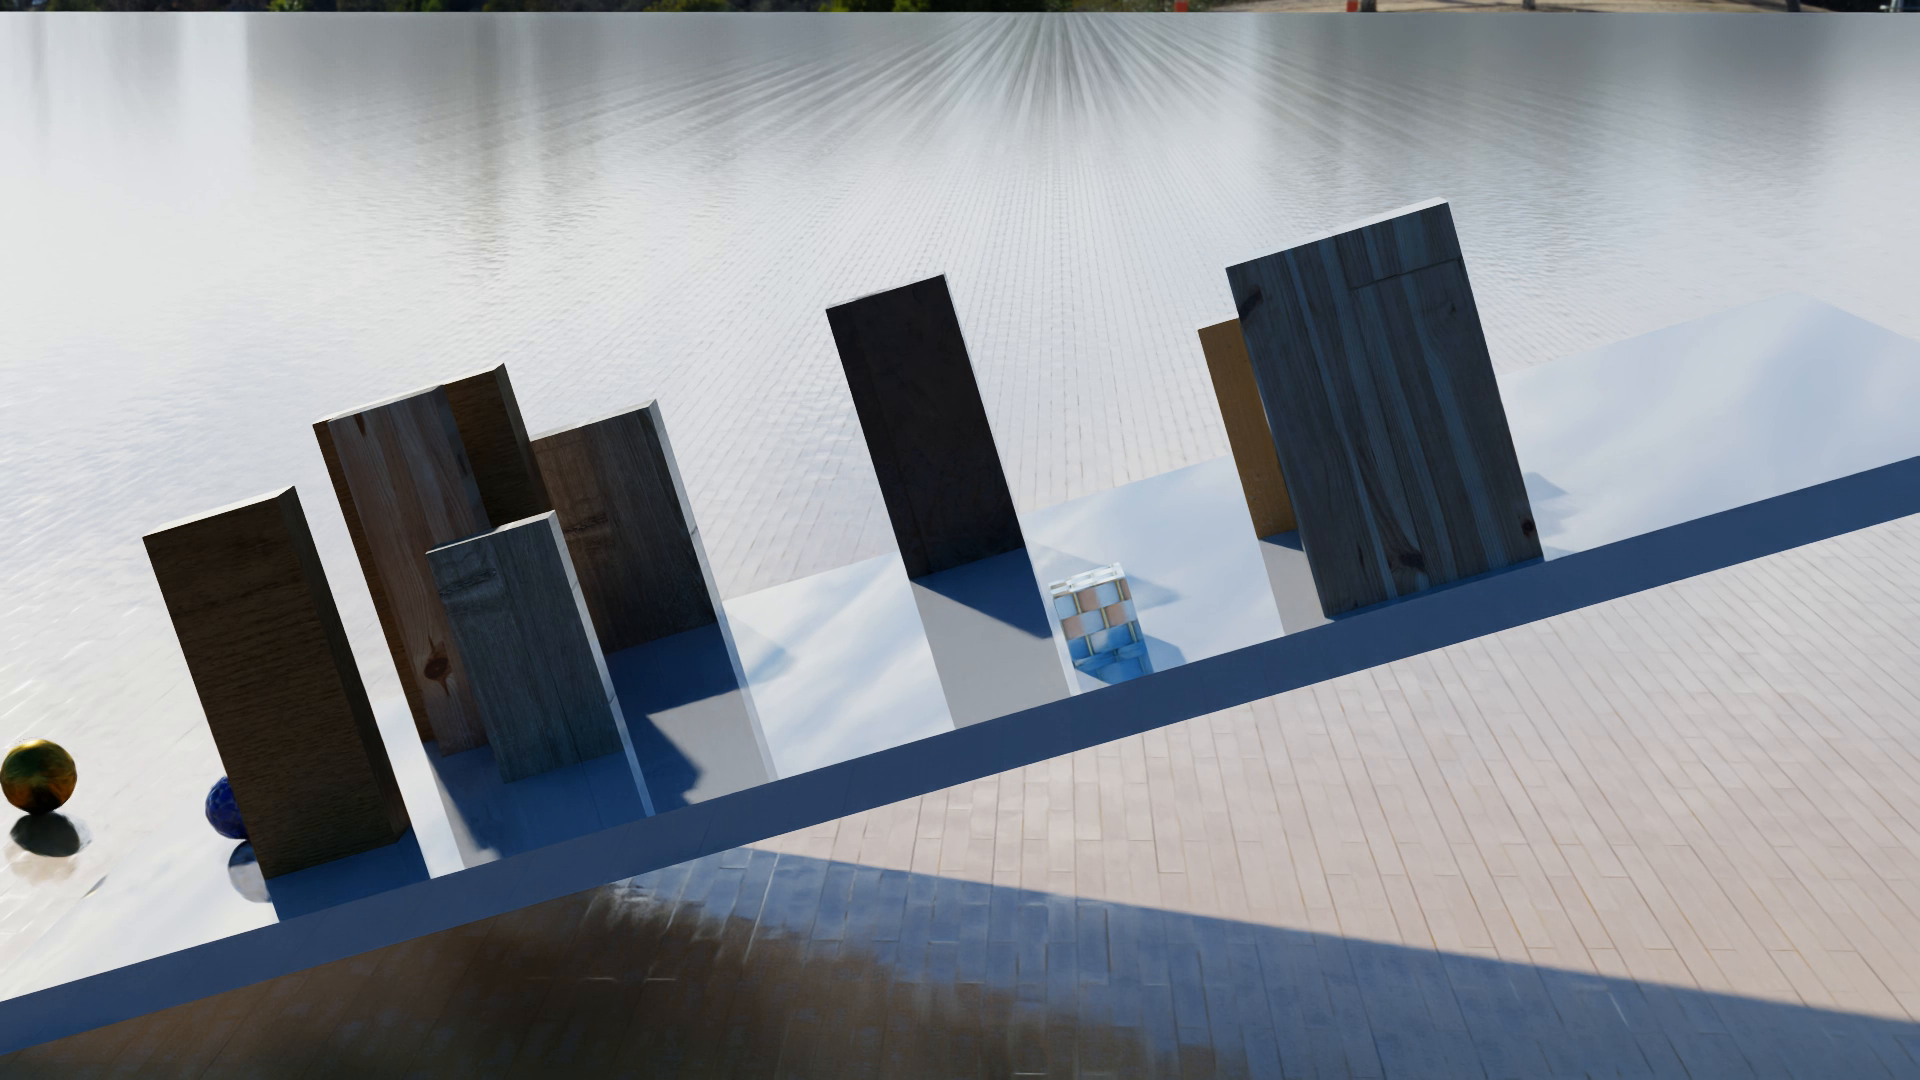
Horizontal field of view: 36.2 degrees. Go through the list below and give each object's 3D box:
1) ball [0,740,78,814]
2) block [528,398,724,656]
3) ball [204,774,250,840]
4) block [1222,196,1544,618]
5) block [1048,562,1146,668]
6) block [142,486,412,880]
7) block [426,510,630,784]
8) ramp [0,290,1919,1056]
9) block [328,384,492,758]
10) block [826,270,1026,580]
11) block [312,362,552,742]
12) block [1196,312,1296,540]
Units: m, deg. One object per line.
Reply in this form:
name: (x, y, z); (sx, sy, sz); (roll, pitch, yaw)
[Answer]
ball: (-2.235, 0.574, 7.133); (0.180, 0.180, 0.180); (0, 11, 0)
block: (-0.871, -0.012, 7.137); (0.440, 0.547, 0.137); (-16, 10, 5)
ball: (-1.529, 0.565, 6.248); (0.146, 0.146, 0.146); (0, 11, 0)
block: (0.761, -0.239, 5.309); (0.407, 0.662, 0.125); (-16, 10, 5)
block: (0.259, 0.142, 5.579); (0.142, 0.142, 0.142); (-17, 10, 1)
block: (-1.345, 0.282, 5.812); (0.279, 0.722, 0.135); (-16, 10, 5)
block: (-0.881, 0.220, 6.015); (0.261, 0.502, 0.089); (-16, 10, 5)
ramp: (0.093, 0.186, 6.318); (4.000, 0.100, 2.000); (-16, 10, 5)
block: (-1.138, 0.068, 6.469); (0.240, 0.780, 0.120); (-16, 10, 5)
block: (-0.077, -0.266, 6.858); (0.285, 0.664, 0.090); (-16, 10, 5)
block: (-1.133, 0.030, 6.701); (0.431, 0.769, 0.132); (-16, 10, 5)
block: (0.708, -0.270, 6.151); (0.313, 0.461, 0.094); (-16, 10, 5)
